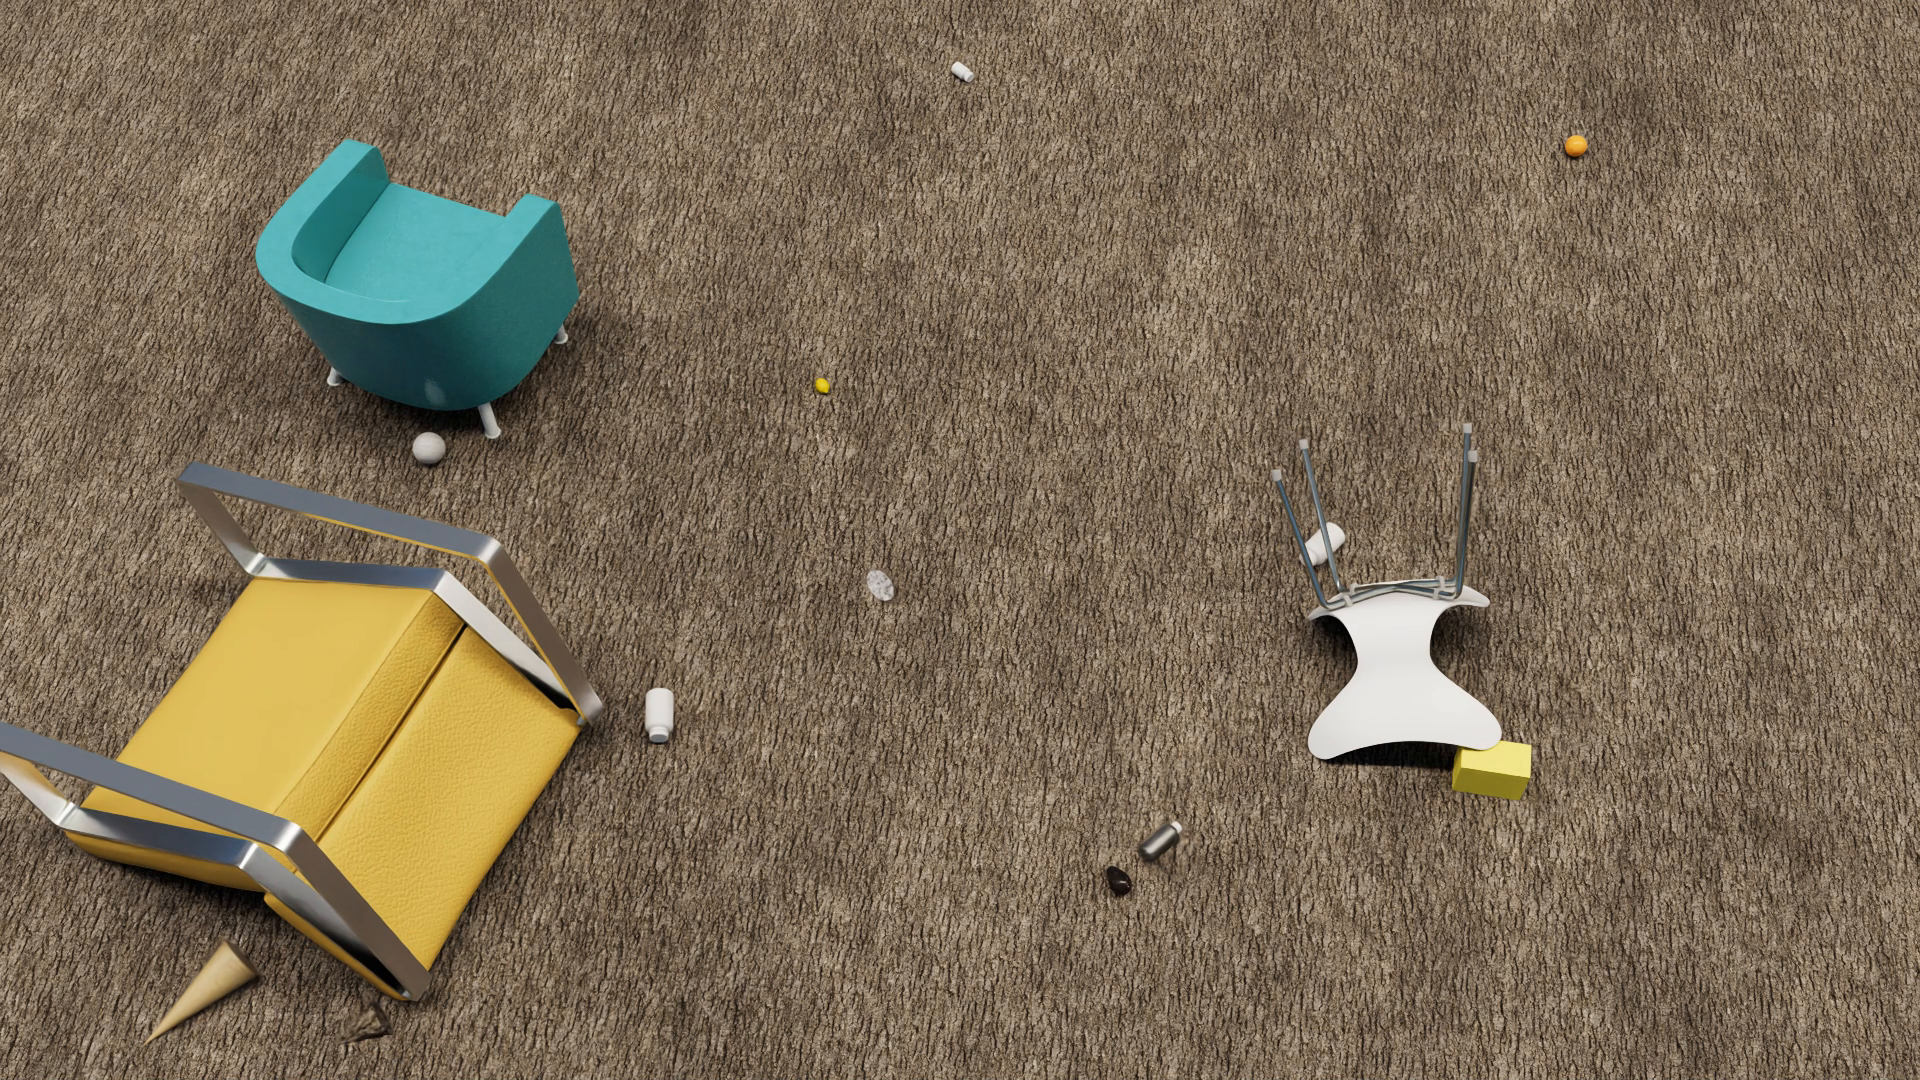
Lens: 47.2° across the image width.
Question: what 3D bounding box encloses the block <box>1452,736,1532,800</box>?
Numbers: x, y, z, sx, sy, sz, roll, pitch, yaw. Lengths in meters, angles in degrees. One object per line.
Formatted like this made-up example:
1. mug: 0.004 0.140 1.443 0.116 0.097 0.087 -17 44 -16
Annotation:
1. block: 1.467 0.629 6.070 0.186 0.135 0.101 8 57 6

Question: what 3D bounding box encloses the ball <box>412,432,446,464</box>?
1. ball: -1.618 -0.280 6.702 0.099 0.099 0.099 0 56 0

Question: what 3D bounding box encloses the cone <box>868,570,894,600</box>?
1. cone: -0.216 0.131 6.467 0.111 0.078 0.054 39 28 30

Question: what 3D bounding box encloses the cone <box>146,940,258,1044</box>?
1. cone: -1.999 1.202 5.731 0.325 0.122 0.128 -43 78 -13

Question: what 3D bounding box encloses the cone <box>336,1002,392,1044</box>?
1. cone: -1.560 1.272 5.698 0.142 0.074 0.092 -30 81 -1
